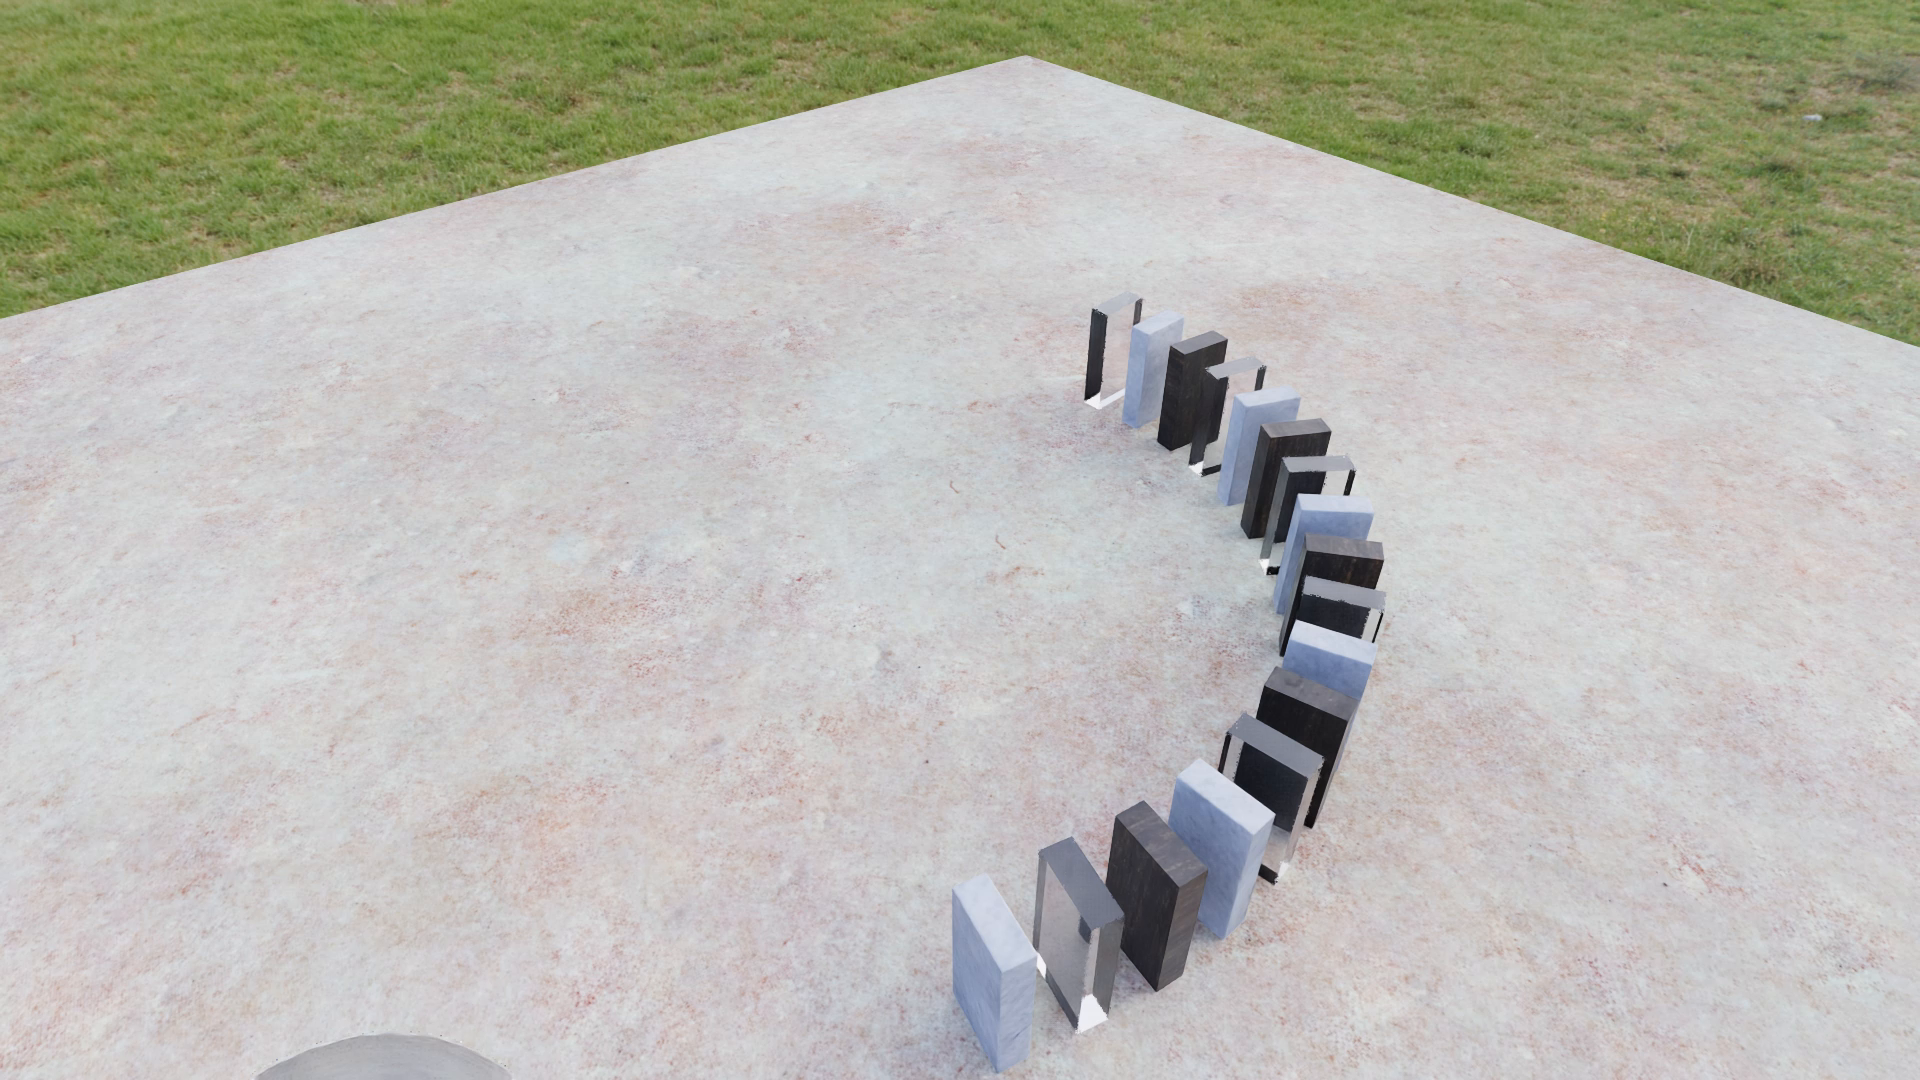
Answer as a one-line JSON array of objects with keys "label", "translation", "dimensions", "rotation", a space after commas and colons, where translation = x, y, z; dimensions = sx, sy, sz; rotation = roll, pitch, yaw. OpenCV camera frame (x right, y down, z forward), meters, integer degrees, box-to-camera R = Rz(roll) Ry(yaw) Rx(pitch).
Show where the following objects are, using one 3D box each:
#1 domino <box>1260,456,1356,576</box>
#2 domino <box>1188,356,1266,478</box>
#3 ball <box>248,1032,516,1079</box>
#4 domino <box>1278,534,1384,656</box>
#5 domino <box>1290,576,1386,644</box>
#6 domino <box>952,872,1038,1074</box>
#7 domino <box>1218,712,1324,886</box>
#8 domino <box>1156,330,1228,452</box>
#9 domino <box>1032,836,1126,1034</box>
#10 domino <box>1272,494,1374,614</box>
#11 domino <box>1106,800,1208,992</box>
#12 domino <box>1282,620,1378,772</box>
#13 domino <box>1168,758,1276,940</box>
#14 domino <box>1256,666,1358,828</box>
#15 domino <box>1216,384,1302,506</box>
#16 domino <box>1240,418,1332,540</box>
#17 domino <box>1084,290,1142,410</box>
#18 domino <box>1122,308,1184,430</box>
[{"label": "domino", "translation": [0.133, -0.009, 0.422], "dimensions": [0.025, 0.050, 0.009], "rotation": [-2, 39, -2]}, {"label": "domino", "translation": [0.115, -0.053, 0.476], "dimensions": [0.025, 0.050, 0.009], "rotation": [-16, 42, -19]}, {"label": "ball", "translation": [-0.120, 0.141, 0.216], "dimensions": [0.080, 0.080, 0.080], "rotation": [0, 39, 0]}, {"label": "domino", "translation": [0.129, 0.021, 0.385], "dimensions": [0.025, 0.050, 0.009], "rotation": [7, 40, 9]}, {"label": "domino", "translation": [0.123, 0.036, 0.367], "dimensions": [0.025, 0.050, 0.009], "rotation": [12, 41, 15]}, {"label": "domino", "translation": [0.008, 0.110, 0.277], "dimensions": [0.010, 0.050, 0.025], "rotation": [-18, 43, -21]}, {"label": "domino", "translation": [0.087, 0.076, 0.319], "dimensions": [0.025, 0.050, 0.009], "rotation": [29, 47, 31]}, {"label": "domino", "translation": [0.104, -0.066, 0.493], "dimensions": [0.025, 0.050, 0.009], "rotation": [-22, 44, -25]}, {"label": "domino", "translation": [0.030, 0.103, 0.286], "dimensions": [0.009, 0.050, 0.025], "rotation": [-17, 42, -20]}, {"label": "domino", "translation": [0.133, 0.006, 0.404], "dimensions": [0.025, 0.050, 0.010], "rotation": [3, 39, 3]}, {"label": "domino", "translation": [0.051, 0.096, 0.294], "dimensions": [0.009, 0.050, 0.025], "rotation": [-22, 44, -24]}, {"label": "domino", "translation": [0.114, 0.050, 0.350], "dimensions": [0.025, 0.050, 0.010], "rotation": [17, 42, 20]}, {"label": "domino", "translation": [0.070, 0.087, 0.306], "dimensions": [0.009, 0.050, 0.025], "rotation": [-30, 48, -31]}, {"label": "domino", "translation": [0.102, 0.064, 0.334], "dimensions": [0.025, 0.050, 0.010], "rotation": [23, 45, 25]}, {"label": "domino", "translation": [0.124, -0.039, 0.459], "dimensions": [0.025, 0.050, 0.009], "rotation": [-12, 41, -14]}, {"label": "domino", "translation": [0.130, -0.024, 0.441], "dimensions": [0.025, 0.050, 0.009], "rotation": [-7, 40, -8]}, {"label": "domino", "translation": [0.072, -0.090, 0.521], "dimensions": [0.025, 0.050, 0.010], "rotation": [-31, 49, -32]}, {"label": "domino", "translation": [0.089, -0.078, 0.507], "dimensions": [0.025, 0.050, 0.010], "rotation": [-29, 48, -31]}]
